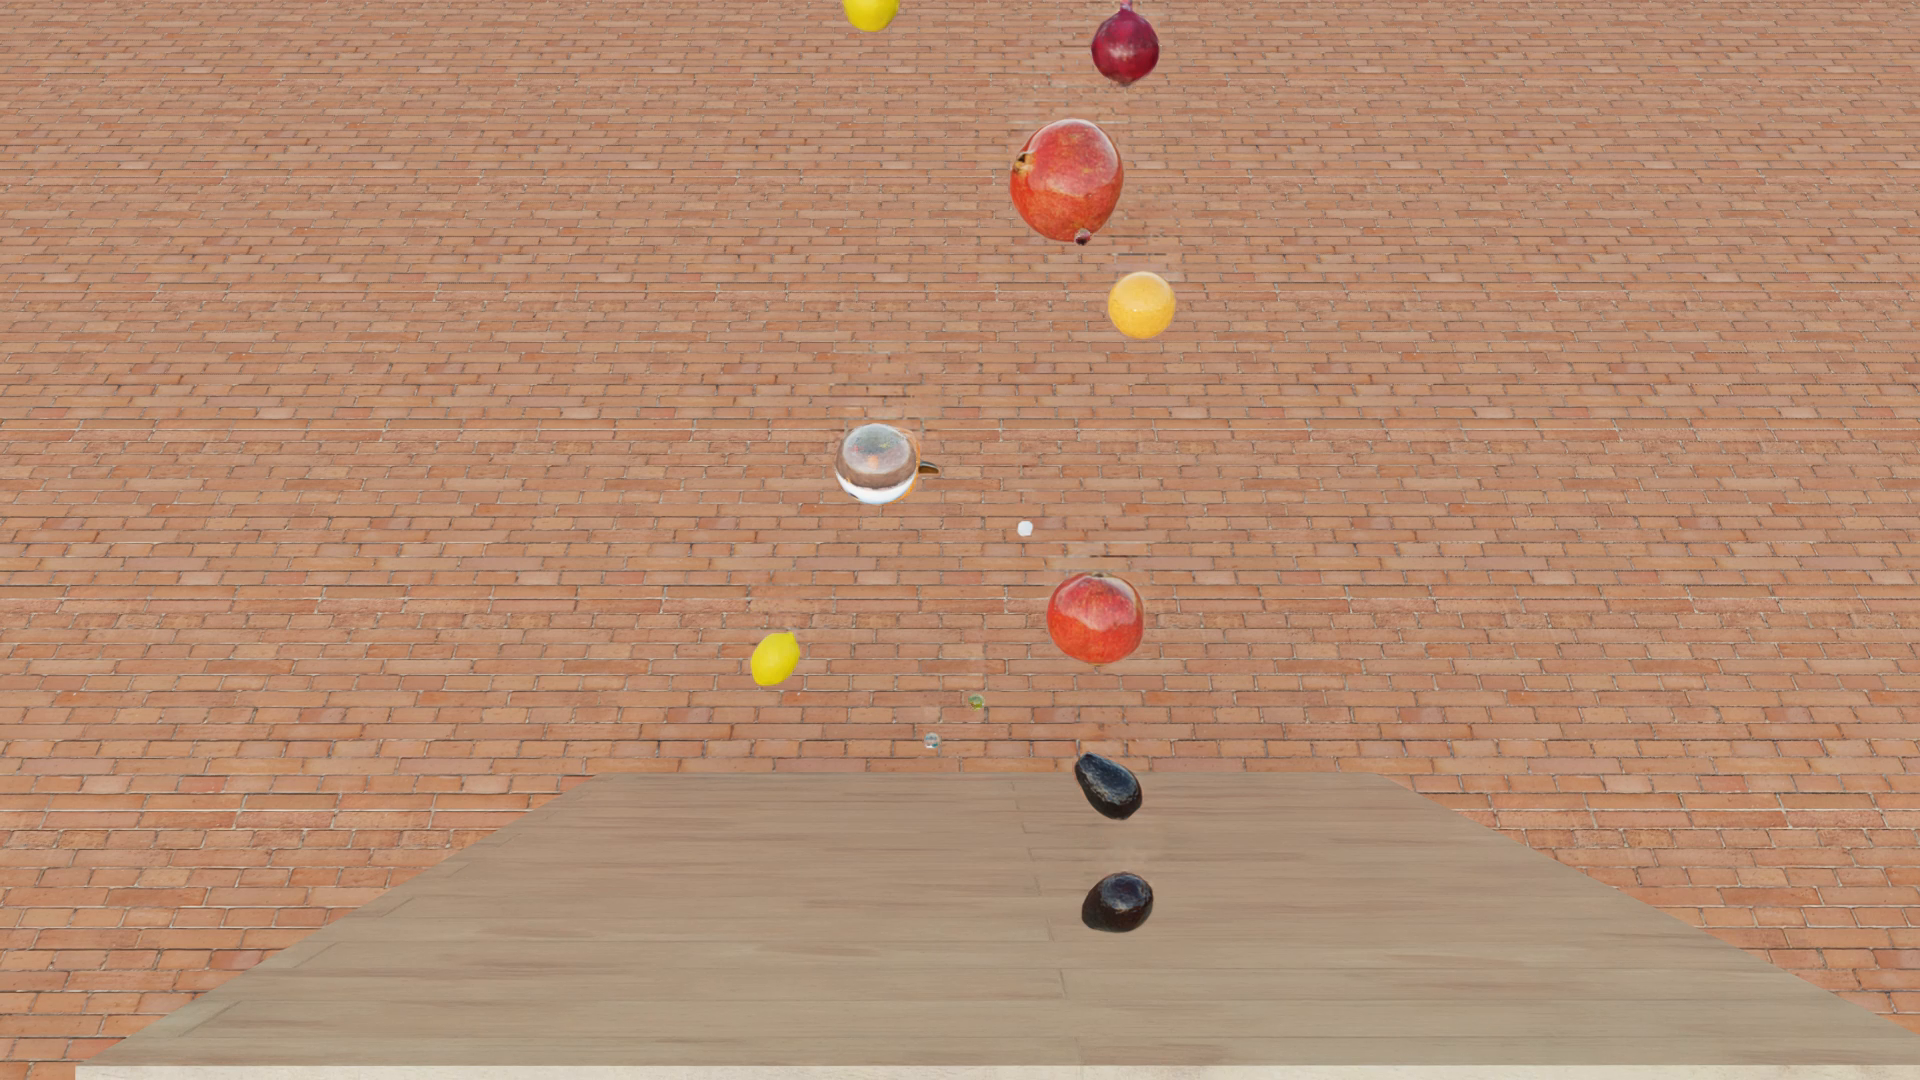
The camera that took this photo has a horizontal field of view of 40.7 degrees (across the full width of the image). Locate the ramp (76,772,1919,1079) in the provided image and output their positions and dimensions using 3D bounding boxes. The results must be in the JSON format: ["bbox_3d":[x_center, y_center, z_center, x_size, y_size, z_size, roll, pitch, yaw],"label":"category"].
[{"bbox_3d":[0.071,0.626,4.718,2.000,0.100,4.000,0,-1,0],"label":"ramp"}]

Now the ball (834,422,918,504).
[{"bbox_3d":[-0.076,-0.070,2.359,0.075,0.075,0.075,0,32,0],"label":"ball"}]
